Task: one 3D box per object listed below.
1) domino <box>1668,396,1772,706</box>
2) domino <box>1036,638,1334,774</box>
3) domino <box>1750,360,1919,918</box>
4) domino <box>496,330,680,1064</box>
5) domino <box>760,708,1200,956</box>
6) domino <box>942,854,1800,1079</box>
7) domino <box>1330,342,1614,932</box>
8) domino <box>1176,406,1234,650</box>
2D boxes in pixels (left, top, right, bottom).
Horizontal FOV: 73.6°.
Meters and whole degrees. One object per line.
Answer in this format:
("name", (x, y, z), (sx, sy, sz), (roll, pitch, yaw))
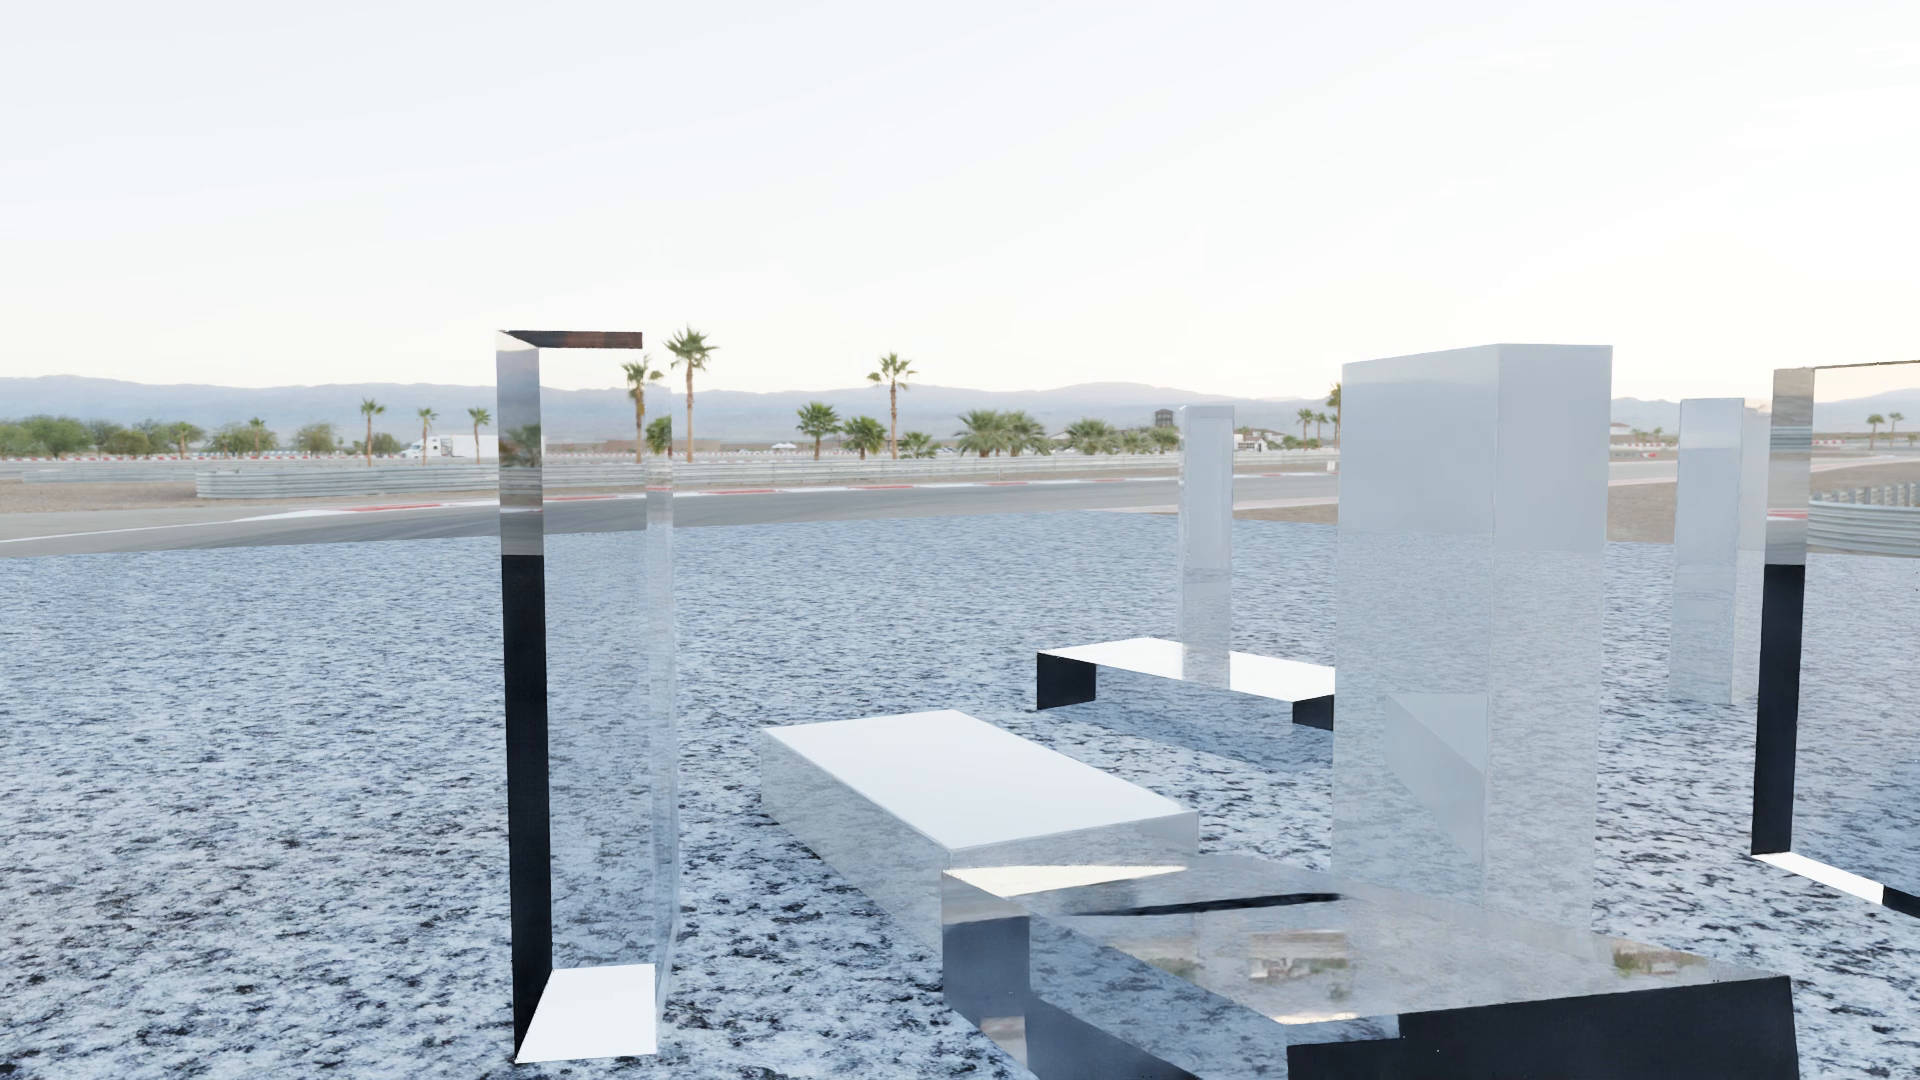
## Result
("domino", (0.132, 0.001, 0.219), (0.025, 0.050, 0.009), (-4, 6, -42))
("domino", (0.037, 0.023, 0.192), (0.025, 0.010, 0.050), (-3, 5, -37))
("domino", (0.089, 0.009, 0.120), (0.010, 0.050, 0.025), (-1, 4, -14))
("domino", (-0.028, 0.010, 0.099), (0.010, 0.050, 0.025), (-1, 4, -8))
("domino", (-0.001, 0.028, 0.133), (0.025, 0.009, 0.050), (-2, 5, -26))
("domino", (0.018, 0.027, 0.076), (0.025, 0.009, 0.050), (1, -8, -16))
("domino", (0.043, 0.009, 0.111), (0.010, 0.050, 0.025), (-1, 4, -10))
("domino", (0.050, -0.002, 0.265), (0.009, 0.050, 0.025), (1, 4, 7))
